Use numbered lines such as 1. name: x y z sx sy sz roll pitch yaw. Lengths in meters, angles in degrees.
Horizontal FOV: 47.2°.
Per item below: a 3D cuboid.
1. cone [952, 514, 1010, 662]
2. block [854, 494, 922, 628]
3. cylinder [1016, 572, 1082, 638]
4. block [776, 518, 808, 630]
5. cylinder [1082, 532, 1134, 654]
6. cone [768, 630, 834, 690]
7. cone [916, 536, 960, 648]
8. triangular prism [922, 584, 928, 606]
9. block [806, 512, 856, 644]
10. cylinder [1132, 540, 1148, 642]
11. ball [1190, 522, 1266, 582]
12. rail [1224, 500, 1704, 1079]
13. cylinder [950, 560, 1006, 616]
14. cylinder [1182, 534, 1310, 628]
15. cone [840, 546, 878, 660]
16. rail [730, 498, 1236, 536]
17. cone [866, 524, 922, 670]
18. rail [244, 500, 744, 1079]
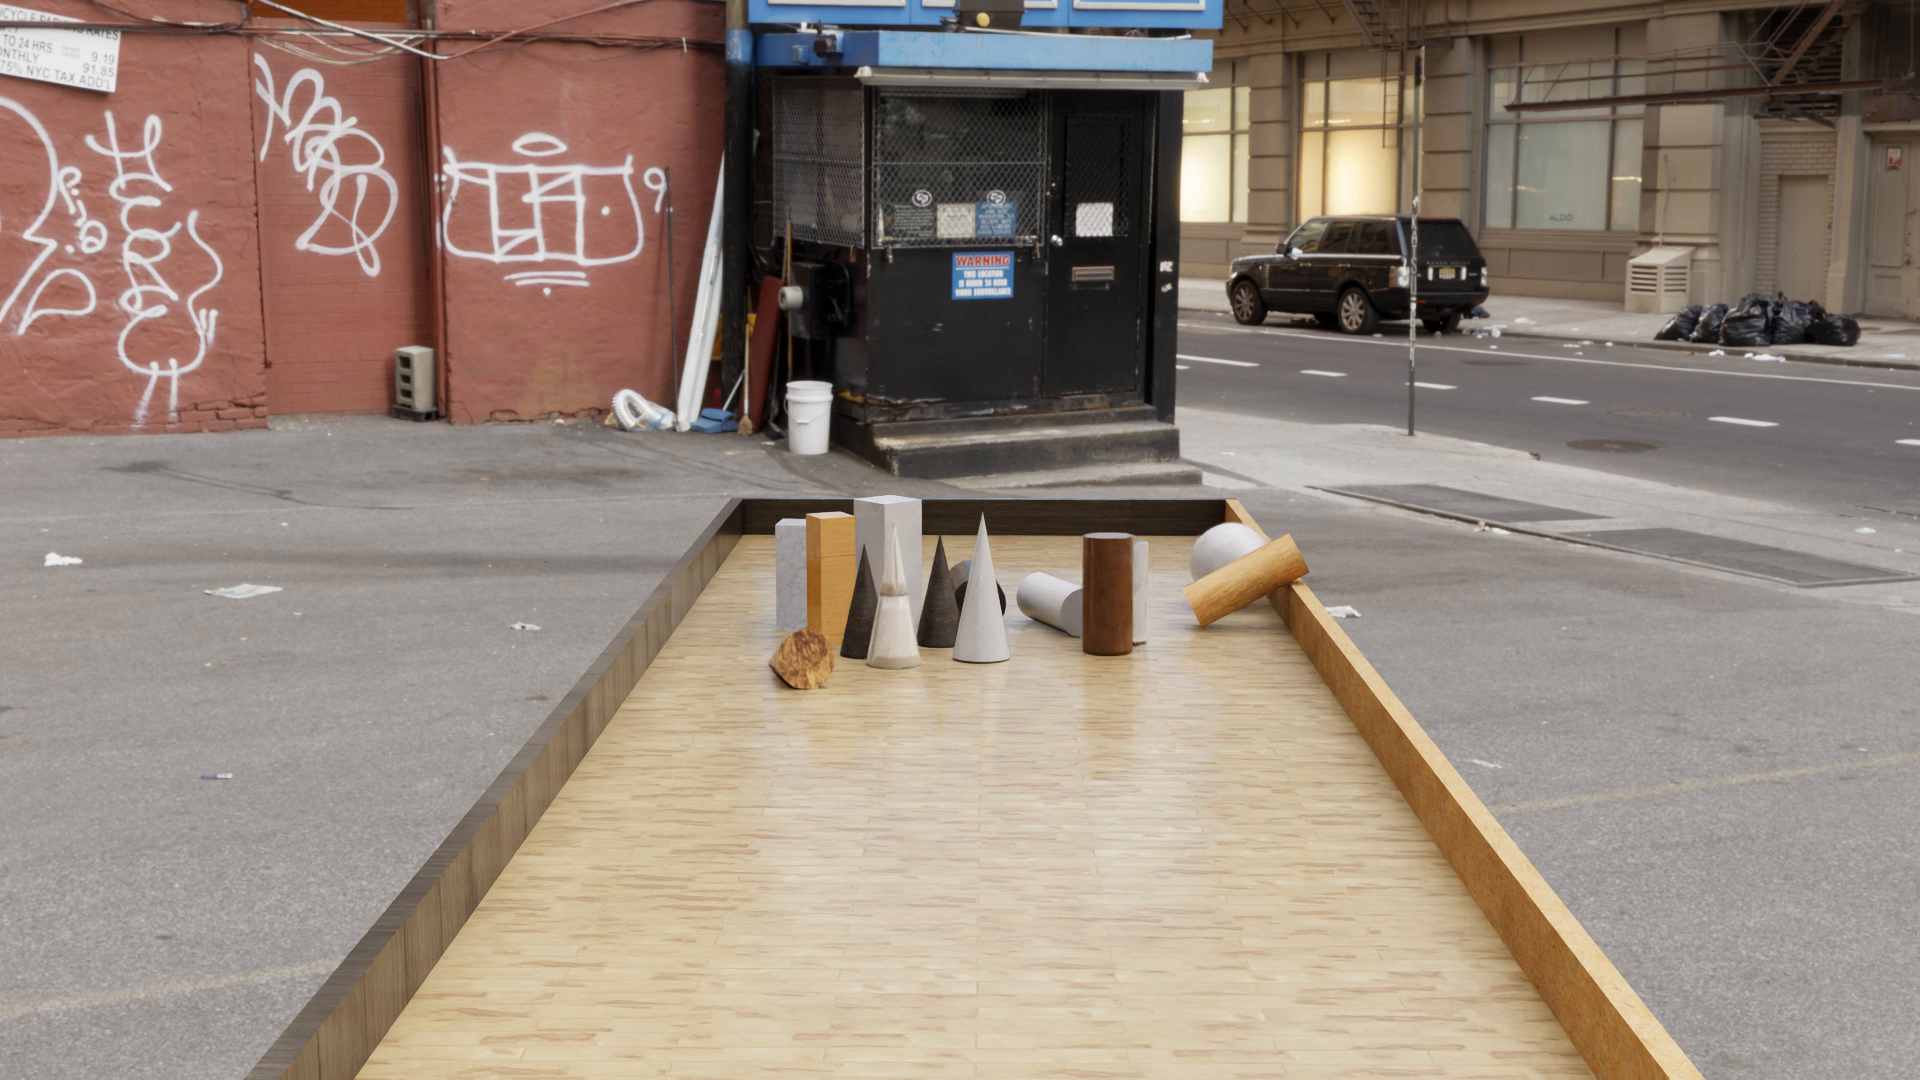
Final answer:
1. cone: 0.067 0.135 6.703 0.178 0.448 0.178 0 6 0
2. block: -0.235 0.076 7.185 0.157 0.421 0.157 -8 12 -41
3. cylinder: 0.326 0.209 7.177 0.160 0.160 0.330 -4 10 -23
4. block: -0.522 0.111 7.213 0.141 0.343 0.141 1 9 5
5. cylinder: 0.458 0.165 6.808 0.156 0.359 0.156 0 7 0
6. cone: -0.512 0.356 6.498 0.171 0.171 0.409 -3 -2 -20
7. cone: -0.063 0.150 6.926 0.162 0.355 0.162 0 9 0
8. triangular prism: -0.118 0.200 7.459 0.100 0.087 0.392 -3 10 -19
9. block: -0.408 0.121 6.960 0.118 0.403 0.118 -4 10 -26
10. cylinder: 0.520 0.159 6.960 0.145 0.314 0.145 1 3 0
11. ball: 0.936 0.083 7.584 0.283 0.283 0.283 0 9 0
12. rail: 1.046 0.843 3.208 0.050 0.150 12.000 0 9 1
13. cylinder: 0.048 0.182 7.298 0.177 0.177 0.341 -1 9 -5
14. cylinder: 0.931 0.132 7.177 0.391 0.146 0.146 -28 8 5
15. cone: -0.293 0.179 6.761 0.157 0.349 0.157 0 9 0
16. rail: 0.099 -0.098 9.147 2.100 0.150 0.050 0 9 1
17. cone: -0.199 0.157 6.614 0.169 0.439 0.169 1 9 0
18. rail: -1.004 0.839 3.234 0.050 0.150 12.000 0 9 1
